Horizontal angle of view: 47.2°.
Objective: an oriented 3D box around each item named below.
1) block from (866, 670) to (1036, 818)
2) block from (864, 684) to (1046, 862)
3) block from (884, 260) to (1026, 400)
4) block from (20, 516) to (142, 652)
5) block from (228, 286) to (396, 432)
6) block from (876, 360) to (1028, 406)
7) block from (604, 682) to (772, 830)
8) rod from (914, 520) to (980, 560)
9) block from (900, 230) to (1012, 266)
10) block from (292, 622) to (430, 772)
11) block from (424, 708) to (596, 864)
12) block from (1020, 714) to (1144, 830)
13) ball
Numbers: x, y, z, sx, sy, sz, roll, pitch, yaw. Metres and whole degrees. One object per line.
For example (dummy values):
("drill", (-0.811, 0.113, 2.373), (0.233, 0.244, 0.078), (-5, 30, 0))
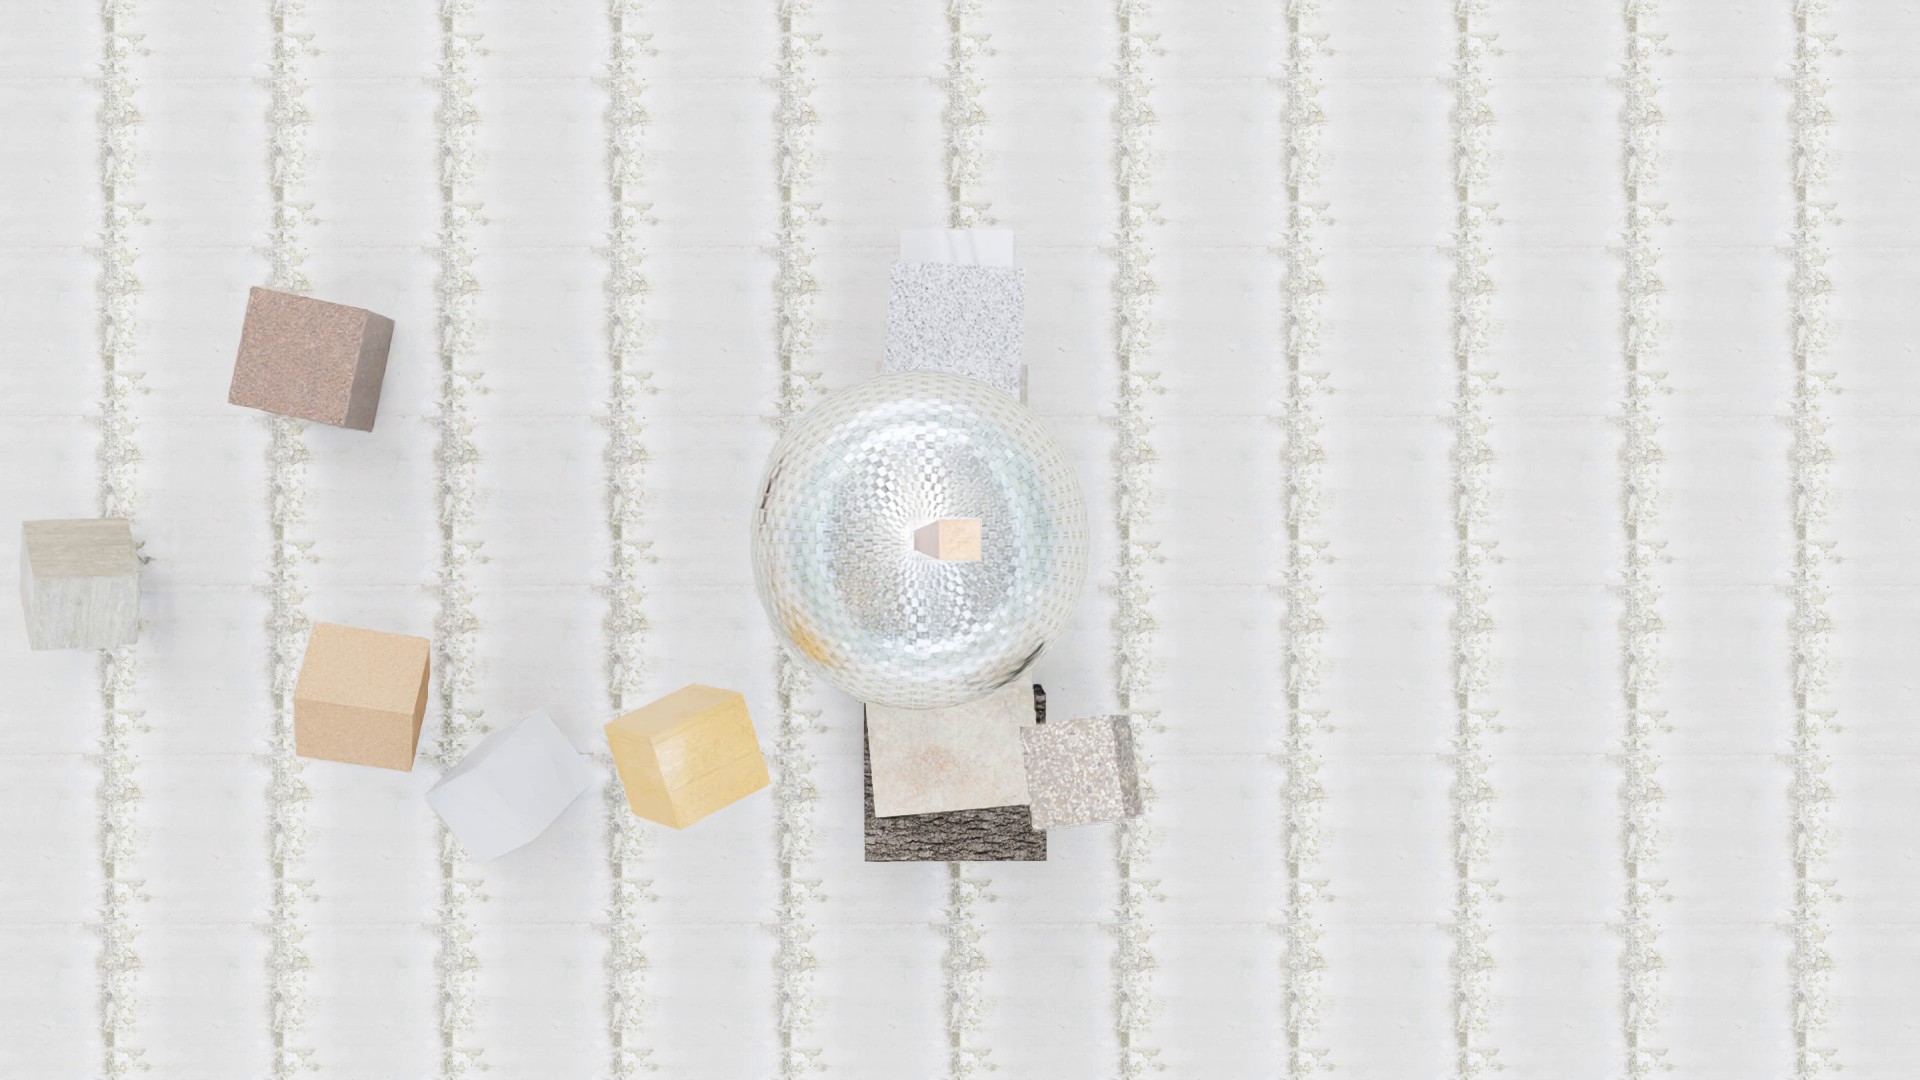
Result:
("block", (-0.044, 0.940, 11.735), (0.868, 0.745, 0.915), (-5, 90, 0))
("block", (-0.026, 1.311, 12.554), (1.004, 0.892, 0.917), (0, 90, 0))
("block", (-0.030, -1.021, 11.751), (0.710, 0.664, 0.738), (3, 80, 0))
("block", (-5.019, 0.244, 12.535), (0.561, 0.564, 0.500), (-3, 127, -29))
("block", (-3.734, -1.035, 12.698), (0.672, 0.603, 0.676), (12, 90, 0))
("block", (-0.055, -0.528, 12.540), (0.833, 0.919, 0.896), (1, 90, 0))
("block", (-1.303, 1.025, 10.512), (0.520, 0.476, 0.475), (-25, 107, -32))
("rod", (-0.082, 0.000, 6.907), (0.080, 5.200, 0.080), (0, 90, -2))
("block", (-0.018, -1.380, 12.704), (0.634, 0.592, 0.739), (0, 90, 0))
("block", (-3.270, 0.863, 12.043), (0.626, 0.585, 0.503), (9, 51, -8))
("block", (-2.564, 1.403, 12.546), (0.587, 0.588, 0.519), (-27, 104, 43))
("block", (0.592, 1.123, 10.656), (0.451, 0.414, 0.492), (-10, 82, 16))
("ball", (-0.188, 0.000, 10.306), (1.600, 1.600, 1.600), (0, 90, 0))
